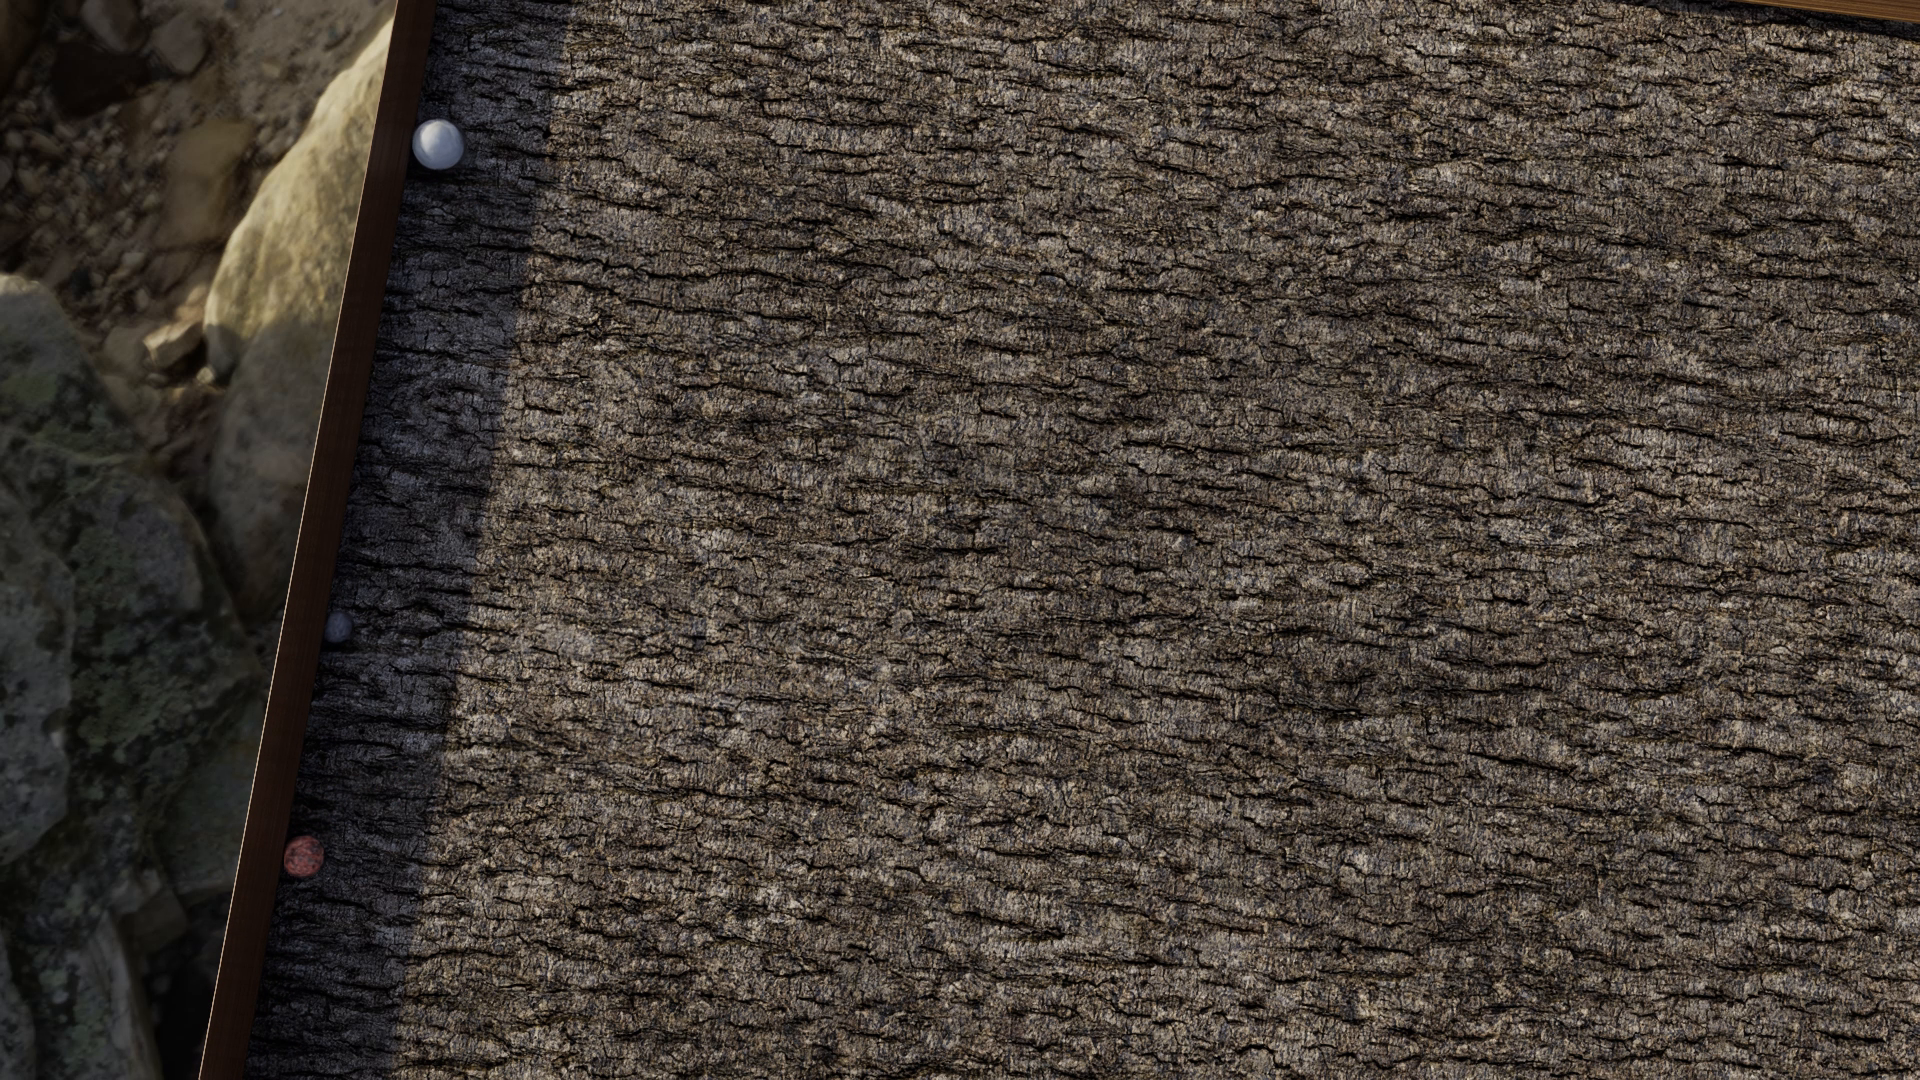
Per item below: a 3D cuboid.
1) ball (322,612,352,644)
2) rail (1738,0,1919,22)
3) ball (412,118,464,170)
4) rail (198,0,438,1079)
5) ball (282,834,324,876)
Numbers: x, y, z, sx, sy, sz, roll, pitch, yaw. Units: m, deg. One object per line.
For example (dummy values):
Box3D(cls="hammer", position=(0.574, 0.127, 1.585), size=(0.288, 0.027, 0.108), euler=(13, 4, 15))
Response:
Box3D(cls="ball", position=(-0.929, 0.131, 3.273), size=(0.046, 0.046, 0.046), euler=(0, 80, 0))
Box3D(cls="rail", position=(1.082, -0.875, 3.420), size=(3.838, 0.102, 0.045), euler=(7, 80, 1))
Box3D(cls="ball", position=(-0.803, -0.609, 3.386), size=(0.078, 0.078, 0.078), euler=(0, 80, 0))
Box3D(cls="rail", position=(-0.928, -0.122, 3.288), size=(0.045, 0.102, 2.079), euler=(7, 80, 1))
Box3D(cls="ball", position=(-0.958, 0.460, 3.208), size=(0.059, 0.059, 0.059), euler=(0, 80, 0))
